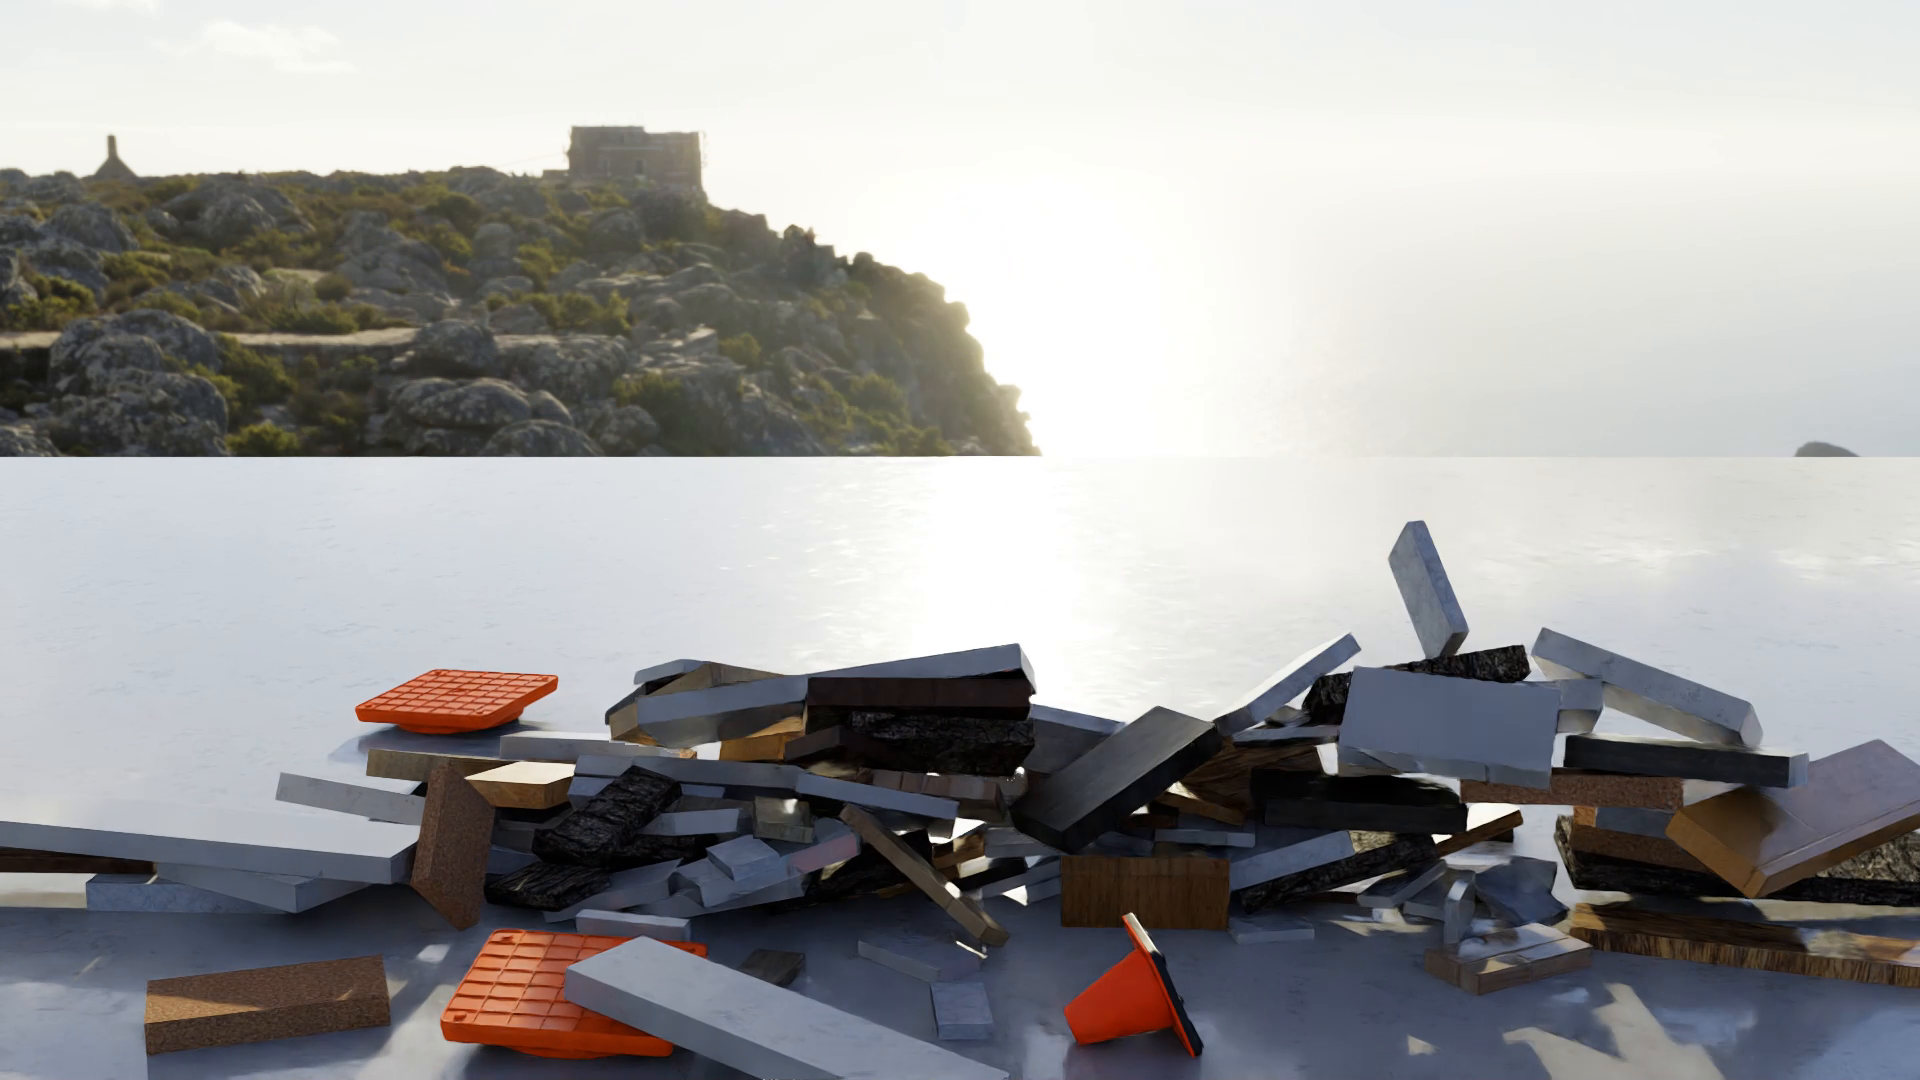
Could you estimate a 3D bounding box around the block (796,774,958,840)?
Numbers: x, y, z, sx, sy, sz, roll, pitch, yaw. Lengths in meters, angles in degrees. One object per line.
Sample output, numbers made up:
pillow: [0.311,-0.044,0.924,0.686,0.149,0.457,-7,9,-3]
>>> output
block: [-0.140,0.446,3.674,0.268,0.033,0.117,10,-24,1]

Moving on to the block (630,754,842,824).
block: [-0.393,0.464,3.871,0.354,0.177,0.050,2,46,13]

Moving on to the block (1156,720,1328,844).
block: [0.443,0.426,3.772,0.370,0.155,0.044,-20,-12,14]

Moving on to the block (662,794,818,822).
block: [-0.367,0.504,3.761,0.280,0.140,0.040,4,47,19]

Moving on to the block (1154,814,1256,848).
block: [0.404,0.478,3.626,0.163,0.023,0.081,3,10,6]

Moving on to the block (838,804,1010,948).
block: [-0.058,0.528,3.470,0.326,0.025,0.089,37,0,31]

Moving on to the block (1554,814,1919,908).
block: [1.370,0.536,3.657,0.721,0.048,0.168,3,22,2]

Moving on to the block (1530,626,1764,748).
block: [1.128,0.253,3.611,0.354,0.050,0.177,22,-10,32]

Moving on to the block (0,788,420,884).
block: [-1.296,0.482,3.619,0.892,0.044,0.156,3,11,15]

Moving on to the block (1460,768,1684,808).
block: [0.979,0.395,3.525,0.338,0.048,0.169,0,-2,16]

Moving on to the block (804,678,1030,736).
block: [-0.076,0.292,3.720,0.369,0.050,0.177,1,-27,-6]

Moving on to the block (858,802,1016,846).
block: [-0.036,0.511,3.890,0.165,0.047,0.329,6,8,24]

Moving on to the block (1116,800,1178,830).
block: [0.278,0.449,3.623,0.163,0.023,0.081,3,10,5]

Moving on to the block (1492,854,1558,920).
block: [0.923,0.571,3.589,0.076,0.022,0.152,7,29,23]

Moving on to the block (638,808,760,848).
block: [-0.457,0.499,3.695,0.305,0.040,0.140,-8,-27,30]

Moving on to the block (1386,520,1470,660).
block: [0.814,0.095,3.832,0.033,0.117,0.233,-6,56,-14]

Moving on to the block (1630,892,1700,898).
block: [1.171,0.577,3.675,0.115,0.016,0.058,4,11,3]

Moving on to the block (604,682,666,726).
block: [-0.570,0.303,4.006,0.087,0.025,0.175,9,-26,-32]

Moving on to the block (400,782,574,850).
block: [-0.874,0.500,4.018,0.348,0.049,0.174,3,11,18]

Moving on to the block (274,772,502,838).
block: [-1.006,0.467,3.873,0.348,0.049,0.174,7,-9,21]

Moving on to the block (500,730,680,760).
block: [-0.712,0.402,4.250,0.311,0.044,0.156,1,-1,8]

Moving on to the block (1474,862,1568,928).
block: [0.895,0.576,3.535,0.076,0.022,0.152,-18,29,-24]

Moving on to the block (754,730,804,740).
block: [-0.266,0.389,4.169,0.327,0.163,0.046,-7,-34,19]

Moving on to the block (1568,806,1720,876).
block: [1.191,0.482,3.648,0.337,0.048,0.168,9,23,16]

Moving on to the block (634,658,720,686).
block: [-0.498,0.239,3.907,0.087,0.025,0.175,10,-17,-35]

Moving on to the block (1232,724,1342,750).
block: [0.693,0.318,3.633,0.480,0.018,0.062,-4,-18,10]

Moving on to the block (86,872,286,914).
block: [-1.256,0.568,3.658,0.329,0.047,0.165,1,11,3]

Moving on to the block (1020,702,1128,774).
block: [0.243,0.374,3.908,0.528,0.131,0.037,12,41,0]

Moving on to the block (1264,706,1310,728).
block: [0.549,0.300,3.704,0.047,0.013,0.094,-24,9,-13]

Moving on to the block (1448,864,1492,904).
block: [0.816,0.572,3.671,0.191,0.027,0.095,1,15,5]

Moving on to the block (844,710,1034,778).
block: [-0.044,0.349,3.731,0.310,0.044,0.155,4,-27,-13]

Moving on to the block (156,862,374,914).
block: [-1.135,0.533,3.592,0.329,0.047,0.165,6,12,31]

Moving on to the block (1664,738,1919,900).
block: [1.380,0.437,3.524,0.718,0.046,0.163,-7,37,-44]

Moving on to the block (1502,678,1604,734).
block: [0.874,0.284,3.649,0.354,0.050,0.177,-4,-18,8]

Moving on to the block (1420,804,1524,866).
block: [0.830,0.484,3.660,0.191,0.027,0.095,-20,9,-9]

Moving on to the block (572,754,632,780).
block: [-0.476,0.463,3.960,0.421,0.147,0.042,2,46,13]

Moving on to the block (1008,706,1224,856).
block: [0.254,0.387,3.580,0.327,0.046,0.163,-31,22,-23]

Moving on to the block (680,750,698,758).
block: [-0.617,0.463,4.239,0.147,0.042,0.294,2,11,8]

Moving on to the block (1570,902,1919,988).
block: [1.358,0.634,3.343,0.824,0.033,0.117,4,11,20]

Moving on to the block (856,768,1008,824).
block: [-0.046,0.428,3.677,0.234,0.033,0.117,5,-25,13]

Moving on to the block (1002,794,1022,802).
block: [0.180,0.487,4.126,0.256,0.036,0.128,6,12,30]

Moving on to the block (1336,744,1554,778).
block: [0.789,0.351,3.604,0.338,0.048,0.169,-4,-3,9]

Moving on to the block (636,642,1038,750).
block: [-0.210,0.271,3.796,0.670,0.046,0.162,-9,-22,8]

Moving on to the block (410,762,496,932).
block: [-0.817,0.494,3.554,0.036,0.128,0.256,-25,35,14]

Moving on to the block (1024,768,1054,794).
block: [0.282,0.441,3.982,0.325,0.162,0.046,-4,-19,-5]

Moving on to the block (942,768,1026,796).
block: [0.150,0.440,4.152,0.329,0.047,0.165,5,11,25]

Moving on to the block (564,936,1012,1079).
block: [-0.241,0.665,2.951,0.624,0.046,0.163,13,14,30]

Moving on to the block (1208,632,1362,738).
block: [0.555,0.250,3.764,0.262,0.037,0.131,-31,-2,-30]
